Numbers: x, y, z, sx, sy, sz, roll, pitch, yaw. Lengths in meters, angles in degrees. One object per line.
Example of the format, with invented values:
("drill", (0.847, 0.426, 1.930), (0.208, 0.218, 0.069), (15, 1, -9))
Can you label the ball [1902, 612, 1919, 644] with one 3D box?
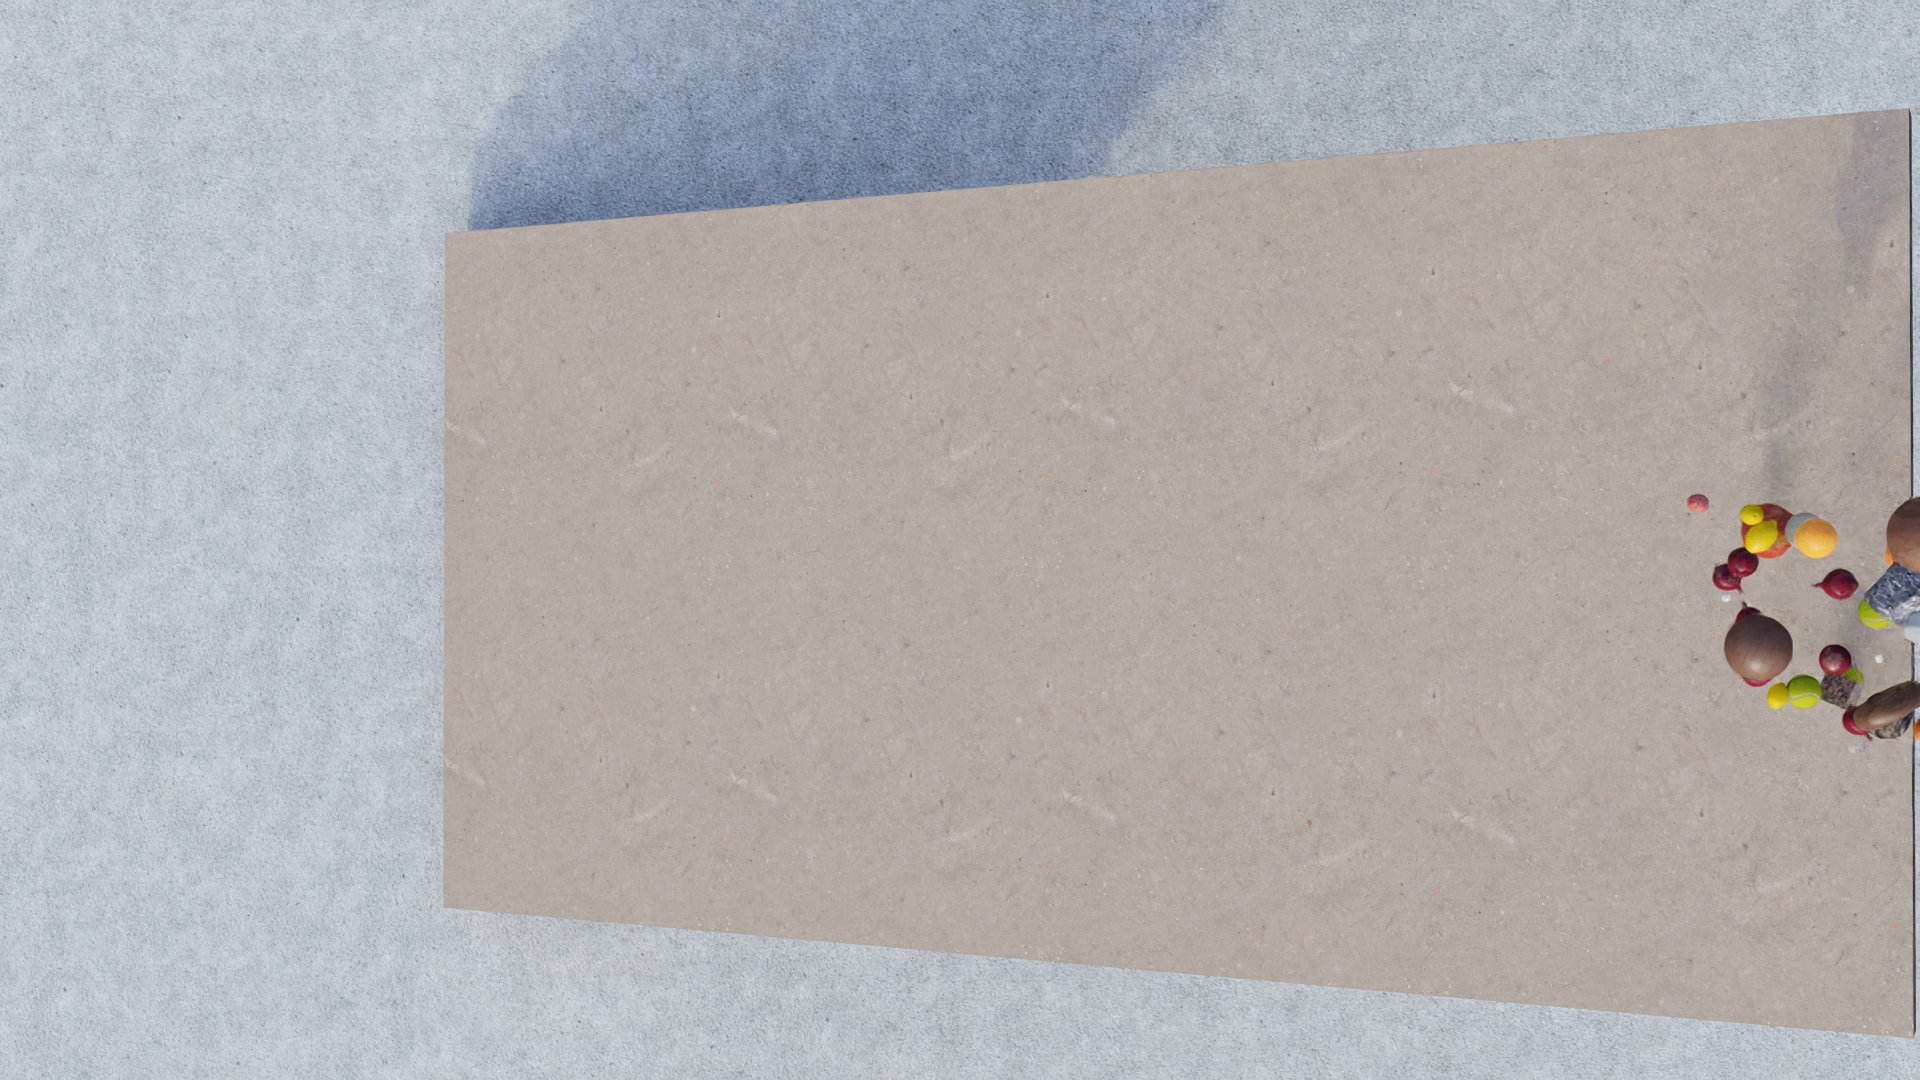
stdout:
("ball", (1.944, 0.177, 4.458), (0.065, 0.065, 0.065), (0, 89, 0))

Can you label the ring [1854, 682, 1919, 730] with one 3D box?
("ring", (1.668, 0.297, 3.944), (0.134, 0.134, 0.045), (-31, 83, 0))

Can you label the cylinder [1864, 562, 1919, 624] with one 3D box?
("cylinder", (1.747, 0.099, 4.096), (0.084, 0.084, 0.084), (34, 120, 0))

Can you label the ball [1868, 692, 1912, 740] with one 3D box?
("ball", (1.750, 0.331, 4.155), (0.089, 0.089, 0.089), (0, 89, 0))

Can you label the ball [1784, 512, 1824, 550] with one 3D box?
("ball", (1.720, -0.018, 4.477), (0.076, 0.076, 0.076), (0, 89, 0))

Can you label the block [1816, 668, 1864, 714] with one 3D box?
("block", (1.844, 0.316, 4.608), (0.064, 0.064, 0.064), (28, 95, 38))

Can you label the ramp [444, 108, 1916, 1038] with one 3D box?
("ramp", (0.279, 0.079, 5.668), (4.000, 0.100, 2.000), (0, 89, 27))
